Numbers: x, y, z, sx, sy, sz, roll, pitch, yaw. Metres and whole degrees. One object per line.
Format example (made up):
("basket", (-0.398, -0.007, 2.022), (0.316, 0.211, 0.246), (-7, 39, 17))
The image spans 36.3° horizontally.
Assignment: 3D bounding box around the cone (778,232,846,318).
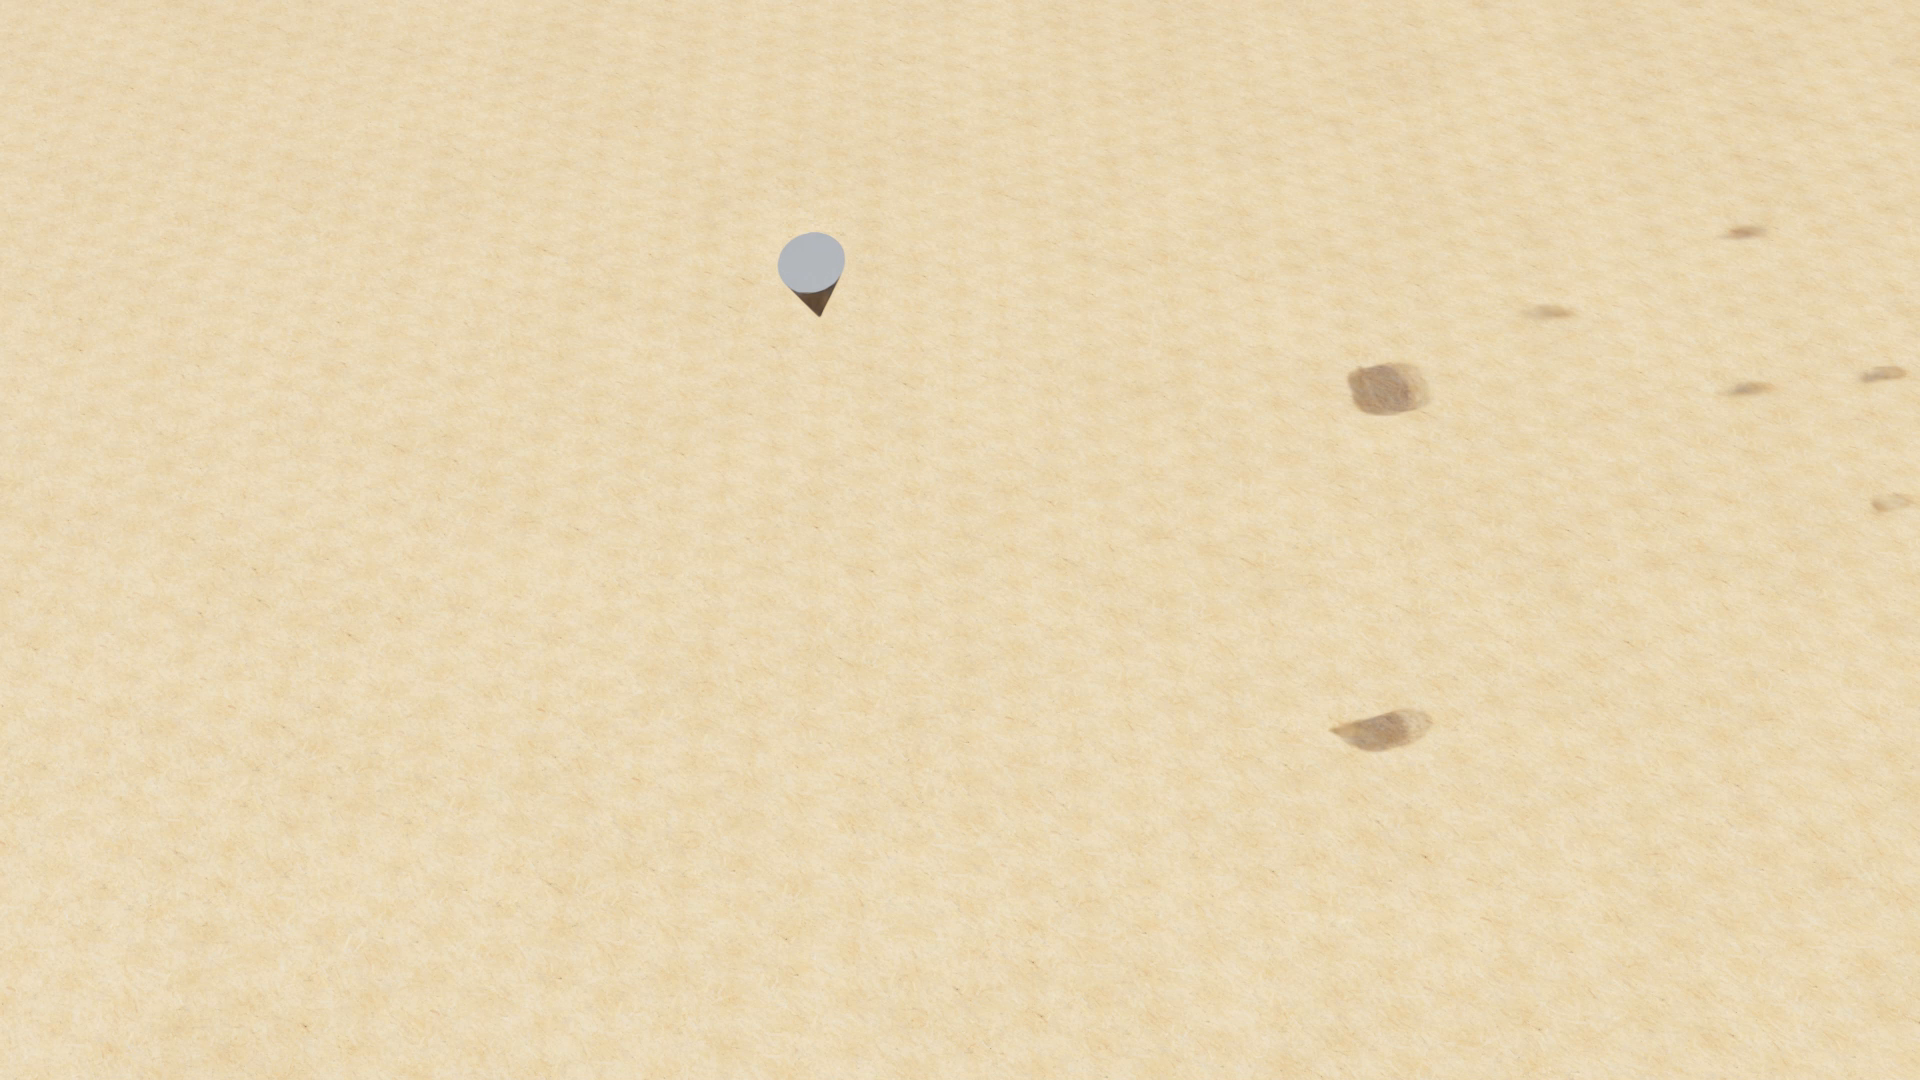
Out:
("cone", (-0.405, -0.700, 8.235), (0.188, 0.256, 0.214), (5, 58, 7))
